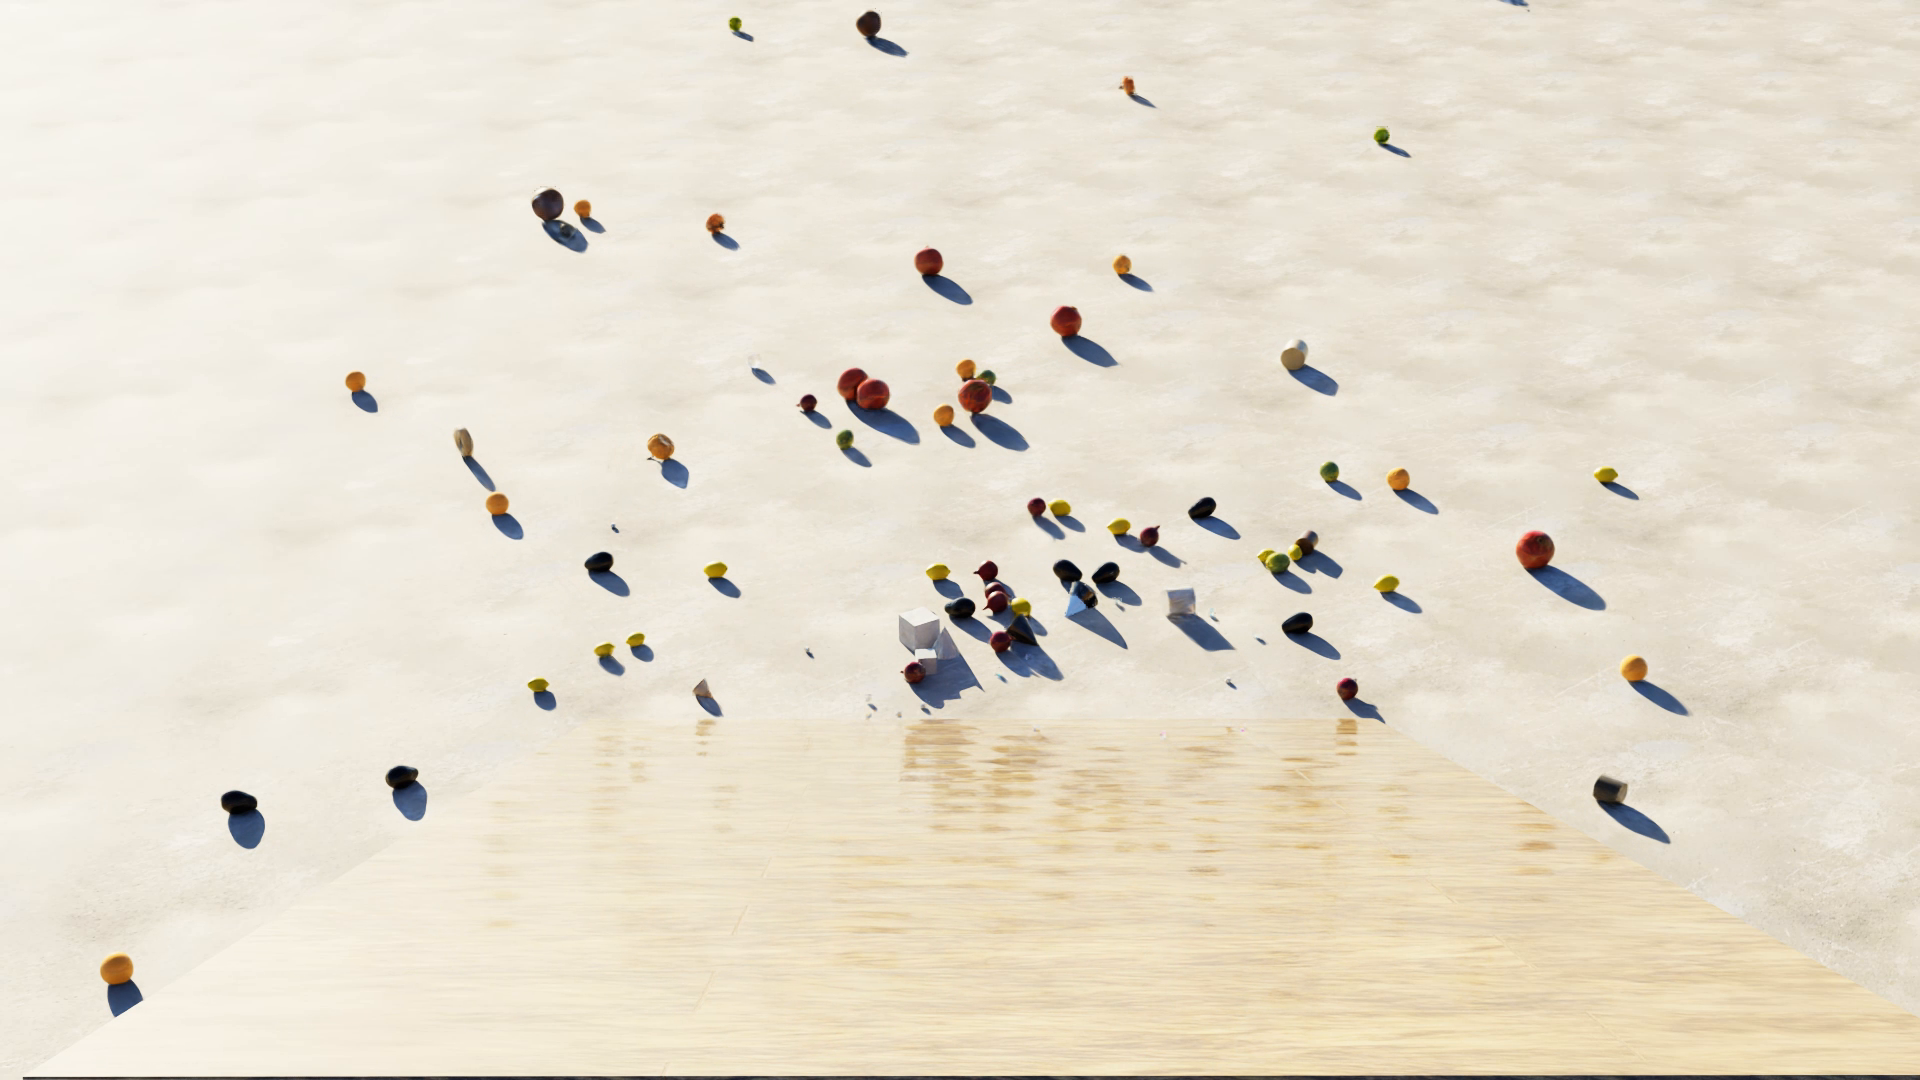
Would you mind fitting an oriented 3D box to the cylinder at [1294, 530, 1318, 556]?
[{"bbox_3d":[1.023,0.008,7.609,0.057,0.057,0.057,11,29,21],"label":"cylinder"}]

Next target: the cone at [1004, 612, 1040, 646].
[{"bbox_3d":[0.184,0.265,7.116,0.092,0.092,0.092,38,38,12],"label":"cone"}]

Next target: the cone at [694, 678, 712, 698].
[{"bbox_3d":[-0.674,0.404,6.859,0.051,0.051,0.051,40,40,14],"label":"cone"}]

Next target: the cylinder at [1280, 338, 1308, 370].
[{"bbox_3d":[1.148,-0.637,8.859,0.084,0.084,0.084,7,28,14],"label":"cylinder"}]

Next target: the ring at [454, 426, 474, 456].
[{"bbox_3d":[-1.577,-0.314,8.205,0.033,0.100,0.100,-20,33,-28],"label":"ring"}]

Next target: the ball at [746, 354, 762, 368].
[{"bbox_3d":[-0.705,-0.613,8.847,0.054,0.054,0.054,0,27,0],"label":"ball"}]

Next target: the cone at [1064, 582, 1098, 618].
[{"bbox_3d":[0.323,0.185,7.273,0.095,0.095,0.095,24,62,39],"label":"cone"}]

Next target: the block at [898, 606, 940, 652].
[{"bbox_3d":[-0.112,0.246,7.106,0.083,0.083,0.083,-17,31,-29],"label":"block"}]

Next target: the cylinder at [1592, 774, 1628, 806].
[{"bbox_3d":[1.608,0.620,6.385,0.063,0.063,0.063,20,33,34],"label":"cylinder"}]

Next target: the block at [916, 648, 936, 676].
[{"bbox_3d":[-0.092,0.329,6.977,0.051,0.051,0.051,-4,27,-8],"label":"block"}]

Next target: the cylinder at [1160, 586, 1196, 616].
[{"bbox_3d":[0.614,0.171,7.260,0.078,0.078,0.078,-5,27,-15],"label":"cylinder"}]

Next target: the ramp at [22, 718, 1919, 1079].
[{"bbox_3d":[0.060,0.546,4.582,2.000,0.100,4.000,0,1,0],"label":"ramp"}]

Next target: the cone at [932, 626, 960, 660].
[{"bbox_3d":[-0.042,0.270,7.058,0.084,0.084,0.084,0,27,0],"label":"cone"}]

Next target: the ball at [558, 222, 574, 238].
[{"bbox_3d":[-1.523,-1.197,9.999,0.062,0.062,0.062,0,27,0],"label":"ball"}]
